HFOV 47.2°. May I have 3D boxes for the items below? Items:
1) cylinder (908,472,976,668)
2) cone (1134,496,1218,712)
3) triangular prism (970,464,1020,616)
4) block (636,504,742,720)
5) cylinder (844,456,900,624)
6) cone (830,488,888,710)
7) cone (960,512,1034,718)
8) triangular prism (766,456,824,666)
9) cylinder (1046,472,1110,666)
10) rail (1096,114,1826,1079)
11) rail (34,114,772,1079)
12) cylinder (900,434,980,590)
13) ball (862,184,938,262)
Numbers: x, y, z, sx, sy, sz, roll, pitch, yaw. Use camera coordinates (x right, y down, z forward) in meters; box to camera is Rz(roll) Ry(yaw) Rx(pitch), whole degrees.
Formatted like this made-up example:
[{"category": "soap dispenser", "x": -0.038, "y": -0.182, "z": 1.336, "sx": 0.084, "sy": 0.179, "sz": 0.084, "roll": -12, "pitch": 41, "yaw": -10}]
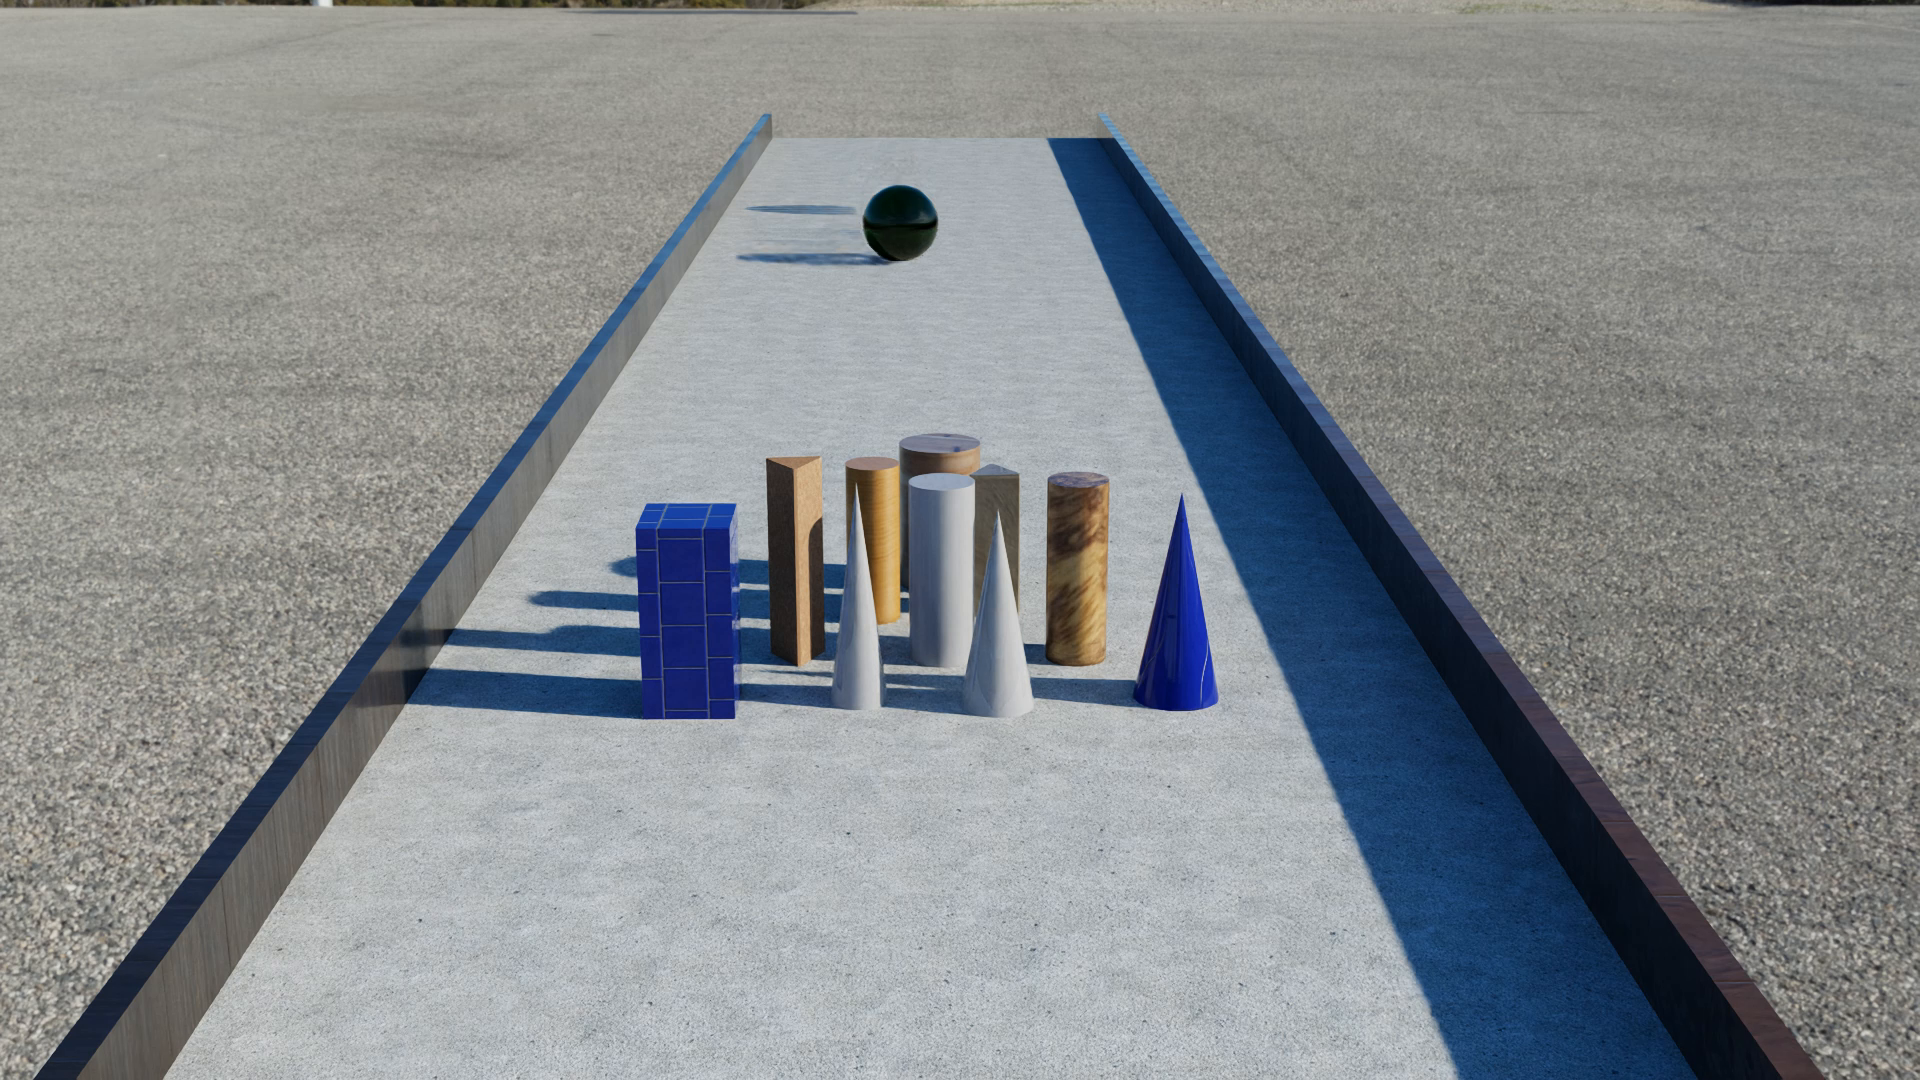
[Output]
[{"category": "cylinder", "x": -0.036, "y": 0.060, "z": 4.384, "sx": 0.132, "sy": 0.365, "sz": 0.132, "roll": 0, "pitch": 17, "yaw": 0}, {"category": "cone", "x": 0.414, "y": 0.104, "z": 4.162, "sx": 0.165, "sy": 0.407, "sz": 0.165, "roll": 0, "pitch": 17, "yaw": 0}, {"category": "triangular prism", "x": 0.070, "y": -0.001, "z": 4.683, "sx": 0.105, "sy": 0.311, "sz": 0.091, "roll": -1, "pitch": 17, "yaw": -4}, {"category": "block", "x": -0.506, "y": 0.133, "z": 4.131, "sx": 0.171, "sy": 0.371, "sz": 0.171, "roll": 0, "pitch": 17, "yaw": -1}, {"category": "cylinder", "x": -0.183, "y": 0.002, "z": 4.631, "sx": 0.114, "sy": 0.337, "sz": 0.114, "roll": 0, "pitch": 17, "yaw": 0}, {"category": "cone", "x": -0.193, "y": 0.099, "z": 4.138, "sx": 0.111, "sy": 0.431, "sz": 0.111, "roll": 0, "pitch": 17, "yaw": 0}, {"category": "cone", "x": 0.070, "y": 0.126, "z": 4.122, "sx": 0.142, "sy": 0.389, "sz": 0.142, "roll": 0, "pitch": 17, "yaw": 0}, {"category": "triangular prism", "x": -0.313, "y": 0.037, "z": 4.388, "sx": 0.093, "sy": 0.407, "sz": 0.107, "roll": -12, "pitch": 20, "yaw": -34}, {"category": "cylinder", "x": 0.233, "y": 0.058, "z": 4.384, "sx": 0.122, "sy": 0.370, "sz": 0.122, "roll": 0, "pitch": 17, "yaw": 0}, {"category": "rail", "x": 0.932, "y": -0.844, "z": 7.801, "sx": 0.050, "sy": 0.150, "sz": 12.000, "roll": 0, "pitch": 17, "yaw": -1}, {"category": "rail", "x": -1.118, "y": -0.838, "z": 7.780, "sx": 0.050, "sy": 0.150, "sz": 12.000, "roll": 0, "pitch": 17, "yaw": -1}, {"category": "cylinder", "x": -0.045, "y": -0.060, "z": 4.868, "sx": 0.179, "sy": 0.319, "sz": 0.179, "roll": 0, "pitch": 17, "yaw": 0}, {"category": "ball", "x": -0.246, "y": -1.306, "z": 9.065, "sx": 0.314, "sy": 0.314, "sz": 0.314, "roll": 0, "pitch": 17, "yaw": 0}]
